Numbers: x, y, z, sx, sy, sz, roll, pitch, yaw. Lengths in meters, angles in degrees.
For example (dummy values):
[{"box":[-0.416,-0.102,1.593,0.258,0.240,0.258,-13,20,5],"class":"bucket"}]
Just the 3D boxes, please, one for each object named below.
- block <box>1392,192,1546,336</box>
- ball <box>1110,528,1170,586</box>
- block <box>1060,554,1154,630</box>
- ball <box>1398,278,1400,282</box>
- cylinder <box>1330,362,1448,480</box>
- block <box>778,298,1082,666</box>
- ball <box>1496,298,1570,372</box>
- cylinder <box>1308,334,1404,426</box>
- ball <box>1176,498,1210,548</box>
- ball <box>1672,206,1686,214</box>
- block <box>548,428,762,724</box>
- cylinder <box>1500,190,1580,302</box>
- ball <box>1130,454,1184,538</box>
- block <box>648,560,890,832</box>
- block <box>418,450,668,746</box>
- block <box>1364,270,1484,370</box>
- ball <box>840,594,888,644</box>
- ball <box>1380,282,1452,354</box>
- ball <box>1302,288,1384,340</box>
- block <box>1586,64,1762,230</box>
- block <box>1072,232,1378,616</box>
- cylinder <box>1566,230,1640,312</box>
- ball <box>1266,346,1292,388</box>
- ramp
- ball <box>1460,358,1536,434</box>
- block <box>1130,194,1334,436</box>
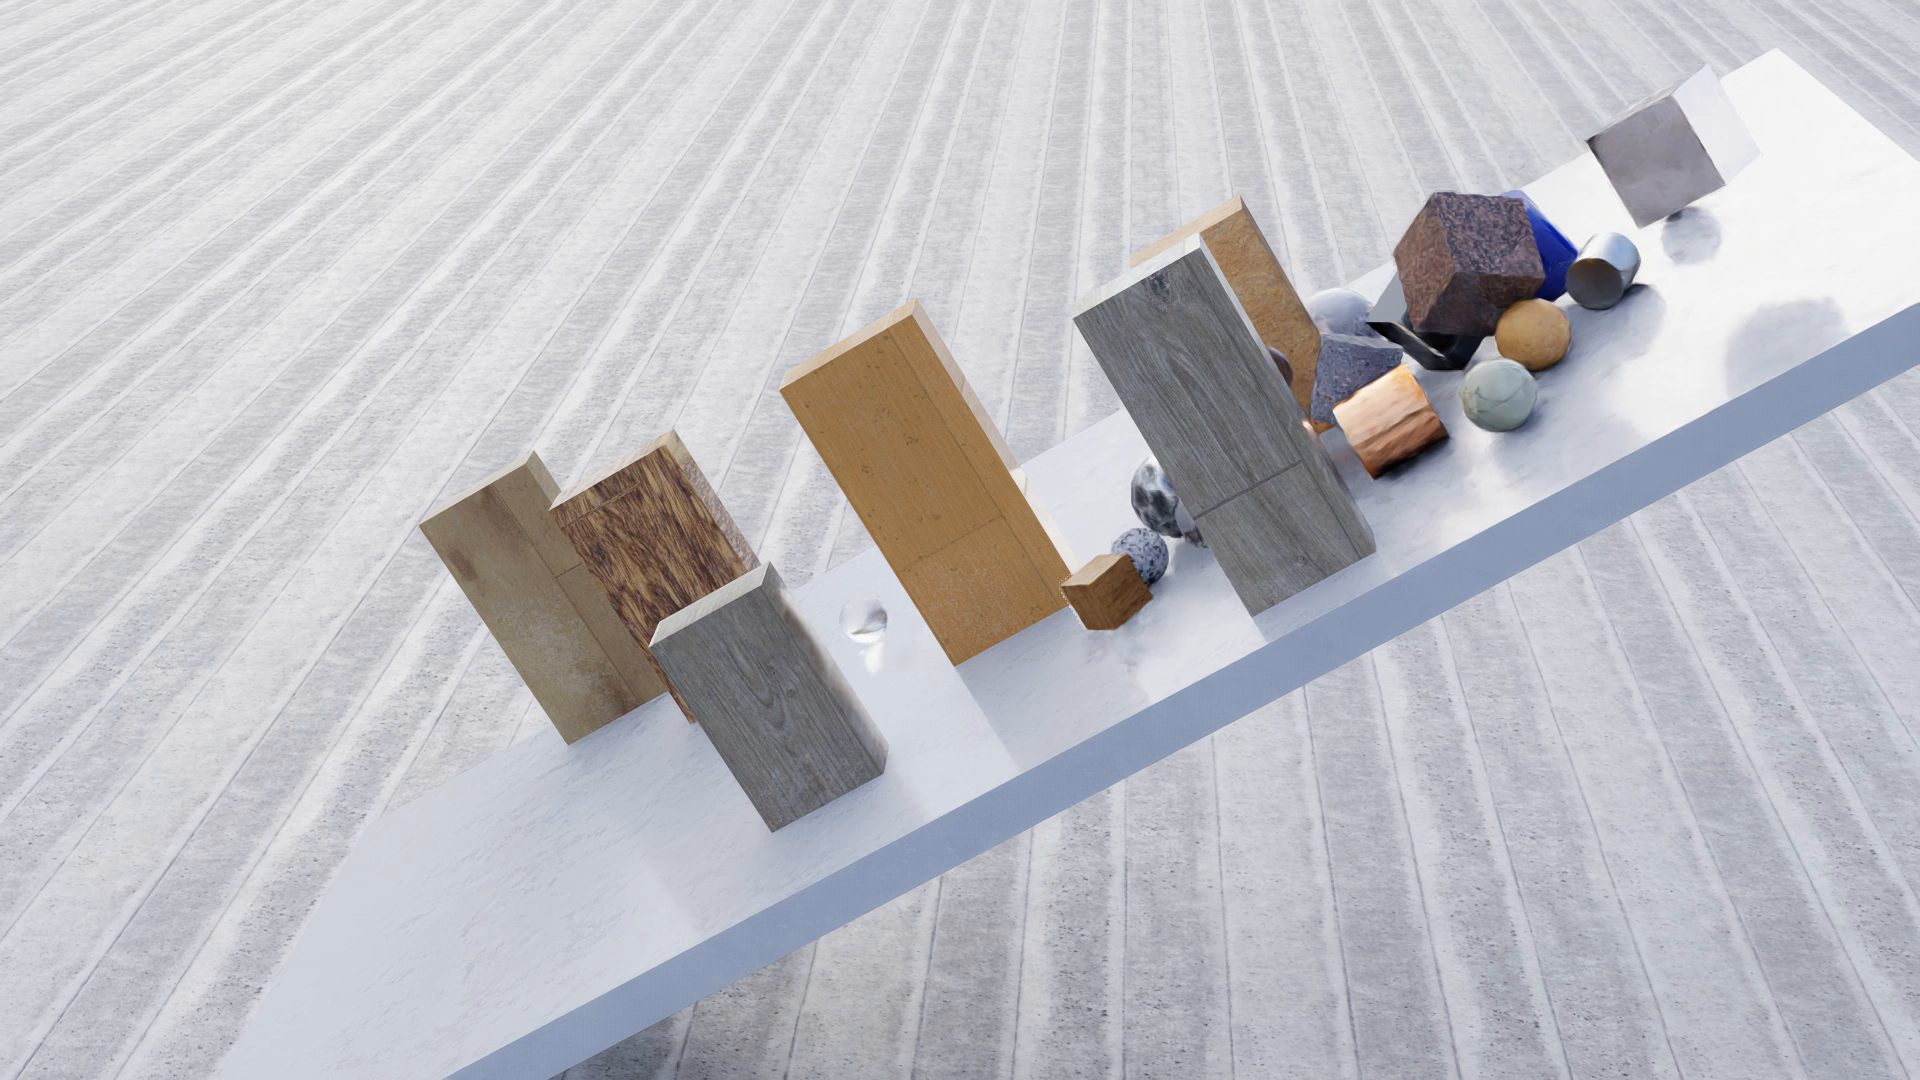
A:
[{"box":[0.992,-0.537,5.737,0.194,0.194,0.194,2,58,-19],"class":"block"},{"box":[0.357,0.035,5.849,0.118,0.118,0.118,0,19,0],"class":"ball"},{"box":[0.289,0.102,5.787,0.107,0.107,0.107,-39,16,-25],"class":"block"},{"box":[1.014,-0.541,6.335,0.144,0.144,0.144,0,19,0],"class":"ball"},{"box":[0.826,-0.229,5.650,0.165,0.165,0.165,-31,16,10],"class":"cylinder"},{"box":[-0.050,-0.115,6.035,0.315,0.688,0.134,-29,15,12],"class":"block"},{"box":[1.105,-0.395,5.674,0.143,0.143,0.143,0,19,0],"class":"ball"},{"box":[0.784,-0.314,5.825,0.163,0.163,0.163,8,11,-2],"class":"cylinder"},{"box":[0.493,-0.051,5.818,0.134,0.134,0.134,0,19,0],"class":"ball"},{"box":[1.460,-0.739,6.098,0.130,0.130,0.130,0,19,0],"class":"ball"},{"box":[-0.638,0.086,6.753,0.317,0.601,0.124,-29,15,12],"class":"block"},{"box":[1.152,-0.592,6.043,0.180,0.180,0.180,39,4,-25],"class":"cylinder"},{"box":[0.438,-0.096,5.982,0.183,0.183,0.183,0,19,0],"class":"ball"},{"box":[-0.371,0.309,5.777,0.259,0.451,0.141,-29,15,12],"class":"block"},{"box":[-0.998,0.144,7.179,0.312,0.660,0.112,-29,15,12],"class":"block"},{"box":[0.968,-0.466,5.990,0.172,0.172,0.172,35,-5,-15],"class":"block"},{"box":[-0.215,0.177,6.568,0.109,0.109,0.109,0,19,0],"class":"ball"},{"box":[0.964,-0.473,6.183,0.160,0.160,0.160,0,19,0],"class":"ball"},{"box":[0.809,-0.441,6.316,0.201,0.201,0.201,0,19,0],"class":"ball"},{"box":[1.353,-0.745,5.575,0.199,0.199,0.199,-28,6,41],"class":"block"},{"box":[0.480,-0.205,5.320,0.259,0.650,0.119,-29,15,12],"class":"block"},{"box":[1.274,-0.533,5.828,0.118,0.118,0.118,9,37,24],"class":"cylinder"},{"box":[0.603,-0.328,5.867,0.120,0.120,0.120,0,19,0],"class":"ball"},{"box":[0.142,0.168,6.287,4.000,0.100,2.000,-29,15,12],"class":"ramp"},{"box":[1.002,-0.270,5.477,0.142,0.142,0.142,0,19,0],"class":"ball"},{"box":[0.593,-0.430,6.128,0.261,0.498,0.141,-29,15,12],"class":"block"}]
